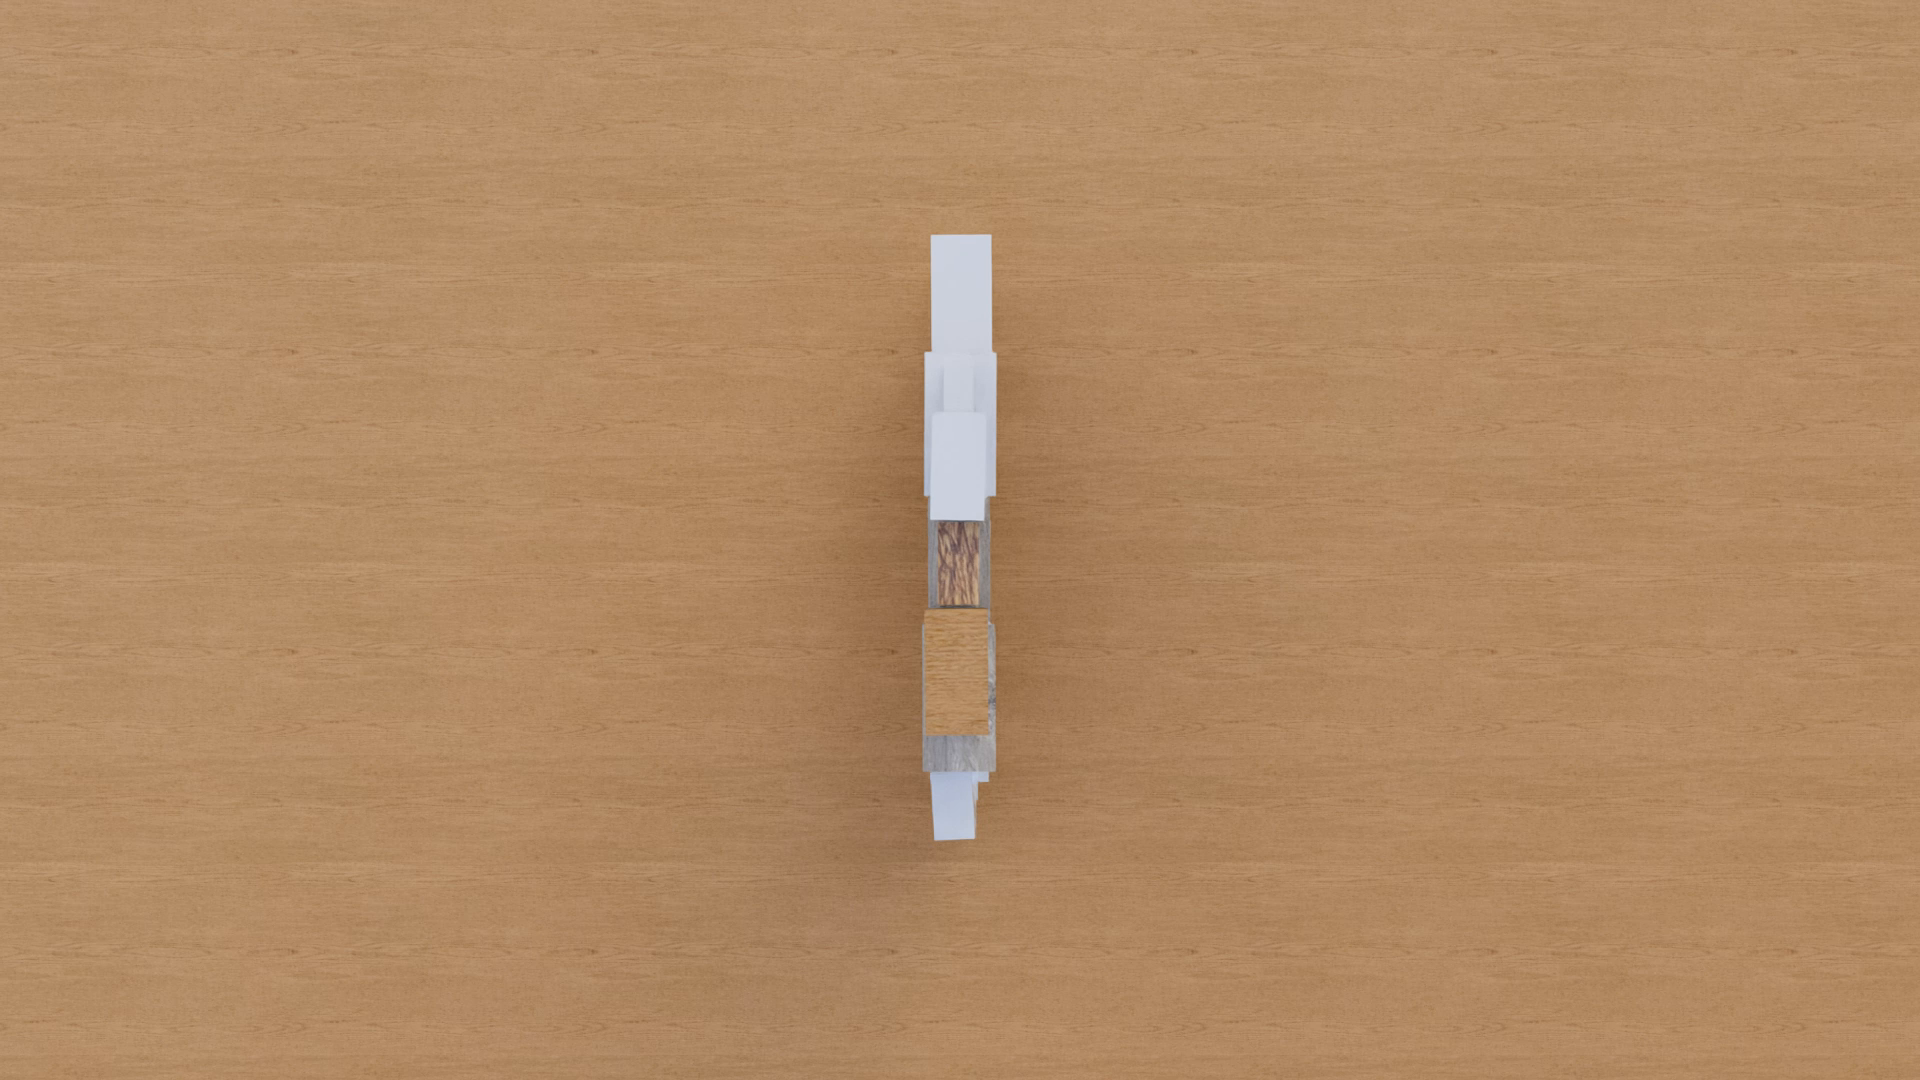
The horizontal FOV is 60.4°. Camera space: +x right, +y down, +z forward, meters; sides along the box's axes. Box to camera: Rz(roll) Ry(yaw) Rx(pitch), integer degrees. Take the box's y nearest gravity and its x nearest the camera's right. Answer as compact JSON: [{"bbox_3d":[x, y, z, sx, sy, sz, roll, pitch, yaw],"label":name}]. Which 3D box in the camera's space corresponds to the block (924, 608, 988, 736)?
[{"bbox_3d":[-0.008,0.293,3.682,0.140,0.040,0.281,-1,90,0],"label":"block"}]

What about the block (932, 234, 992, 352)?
[{"bbox_3d":[0.004,-0.625,4.226,0.153,0.043,0.307,0,90,0],"label":"block"}]

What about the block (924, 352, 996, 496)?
[{"bbox_3d":[0.001,-0.288,4.123,0.178,0.050,0.356,0,90,0],"label":"block"}]

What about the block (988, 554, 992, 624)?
[{"bbox_3d":[0.001,0.112,4.752,0.176,0.050,0.353,0,90,0],"label":"block"}]

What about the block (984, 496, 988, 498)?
[{"bbox_3d":[0.001,-0.203,4.526,0.155,0.044,0.310,0,90,0],"label":"block"}]

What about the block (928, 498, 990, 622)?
[{"bbox_3d":[-0.002,0.048,4.059,0.153,0.043,0.305,0,90,0],"label":"block"}]

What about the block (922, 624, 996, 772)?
[{"bbox_3d":[-0.002,0.382,4.007,0.177,0.050,0.354,0,90,0],"label":"block"}]

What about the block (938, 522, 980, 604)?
[{"bbox_3d":[-0.004,0.054,3.833,0.095,0.027,0.191,0,90,0],"label":"block"}]

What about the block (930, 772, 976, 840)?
[{"bbox_3d":[-0.019,0.675,4.315,0.106,0.030,0.212,-3,90,4],"label":"block"}]

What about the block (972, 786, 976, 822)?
[{"bbox_3d":[-0.009,0.742,4.599,0.106,0.533,0.030,-1,90,0],"label":"block"}]

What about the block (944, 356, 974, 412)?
[{"bbox_3d":[-0.004,-0.367,3.946,0.071,0.020,0.141,-1,90,0],"label":"block"}]

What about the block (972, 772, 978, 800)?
[{"bbox_3d":[0.001,0.661,4.881,0.105,0.030,0.211,1,90,0],"label":"block"}]

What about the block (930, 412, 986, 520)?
[{"bbox_3d":[-0.004,-0.168,3.775,0.122,0.035,0.245,1,90,0],"label":"block"}]

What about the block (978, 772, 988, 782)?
[{"bbox_3d":[0.003,0.576,5.131,0.172,0.049,0.345,0,90,0],"label":"block"}]
